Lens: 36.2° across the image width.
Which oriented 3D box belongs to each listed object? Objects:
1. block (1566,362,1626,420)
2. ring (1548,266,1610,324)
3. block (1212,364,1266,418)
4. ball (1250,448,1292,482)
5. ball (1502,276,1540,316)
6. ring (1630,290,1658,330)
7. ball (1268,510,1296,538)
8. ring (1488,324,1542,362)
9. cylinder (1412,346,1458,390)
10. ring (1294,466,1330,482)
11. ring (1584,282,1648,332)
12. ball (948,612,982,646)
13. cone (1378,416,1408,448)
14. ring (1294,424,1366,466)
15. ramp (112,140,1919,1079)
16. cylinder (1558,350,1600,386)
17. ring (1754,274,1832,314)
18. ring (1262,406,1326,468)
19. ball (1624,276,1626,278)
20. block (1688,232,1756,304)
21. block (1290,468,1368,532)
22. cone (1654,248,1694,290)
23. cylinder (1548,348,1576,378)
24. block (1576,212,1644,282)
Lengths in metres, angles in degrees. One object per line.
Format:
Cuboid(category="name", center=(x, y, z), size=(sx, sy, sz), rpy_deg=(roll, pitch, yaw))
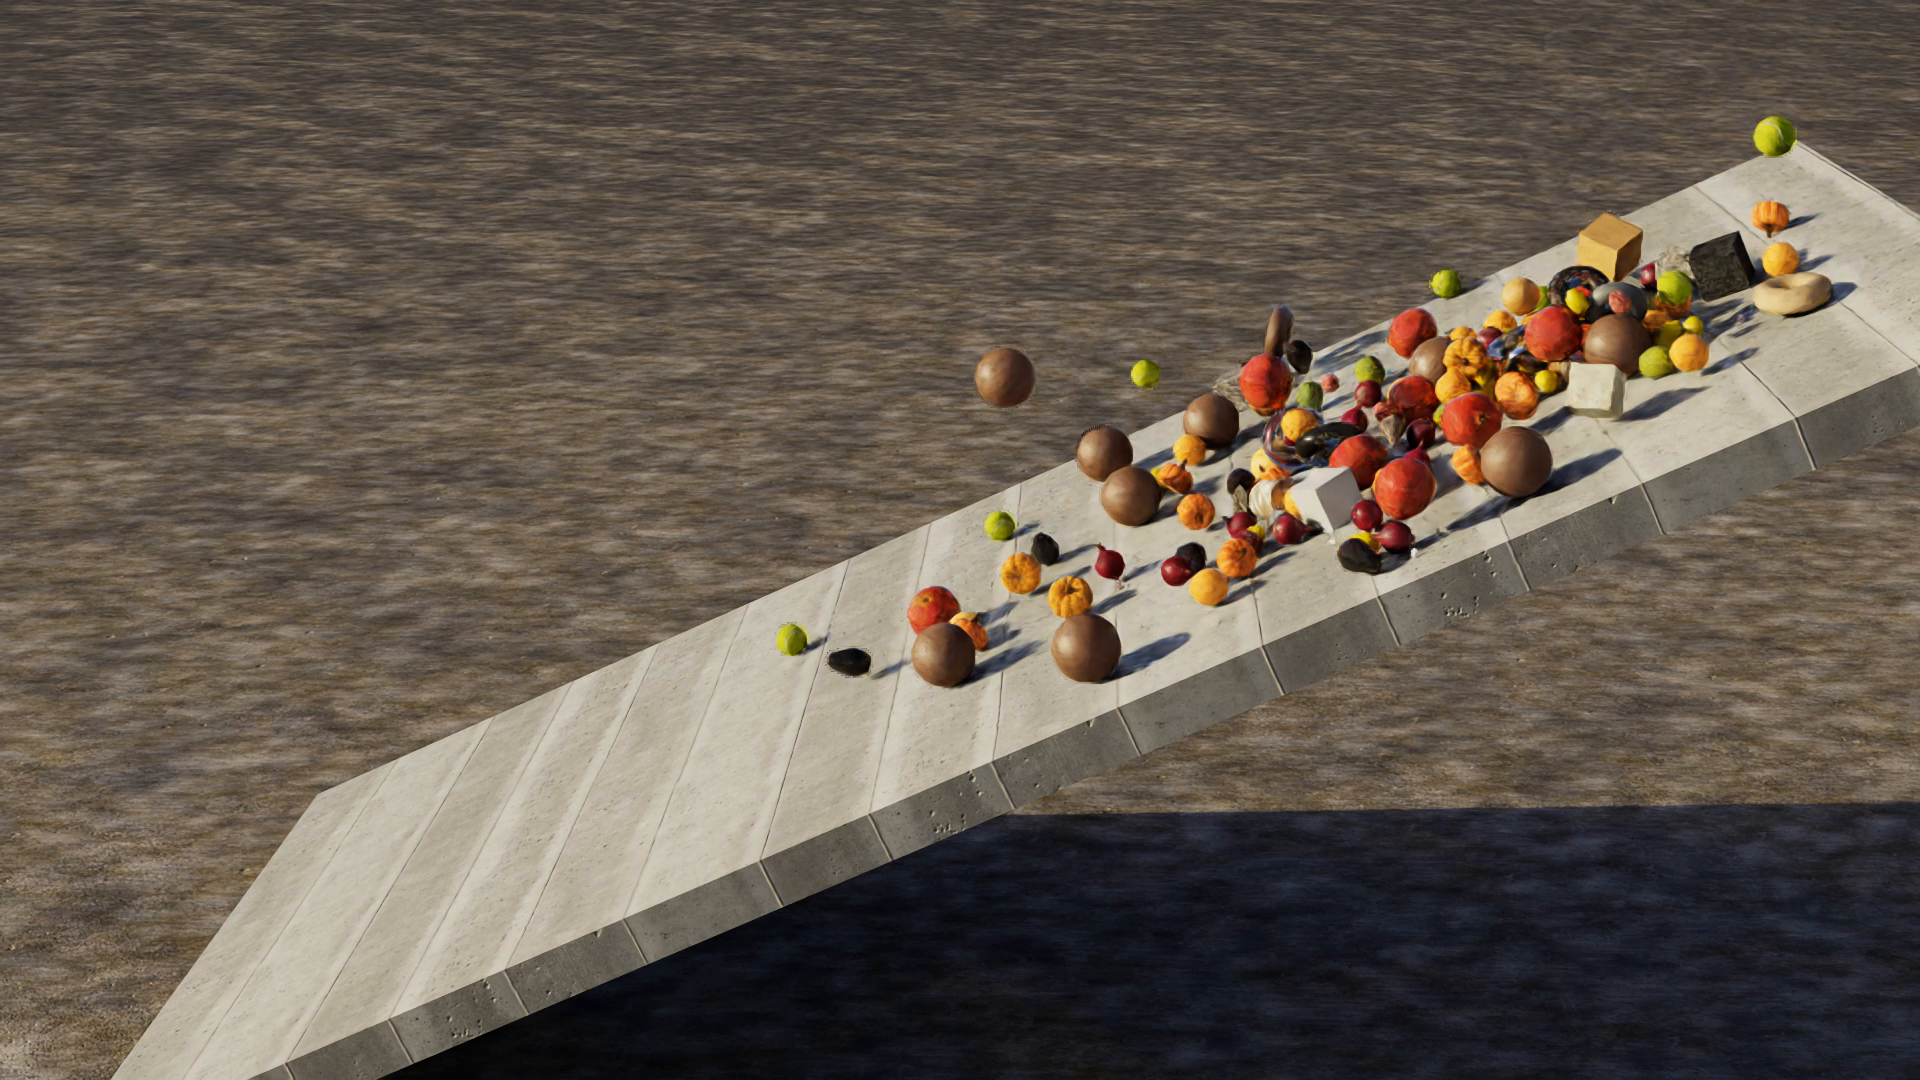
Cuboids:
Cuboid(category="block", center=(1.184, -0.277, 5.475), size=(0.084, 0.084, 0.084), rpy_deg=(5, -8, 28))
Cuboid(category="ring", center=(1.235, -0.488, 5.849), size=(0.131, 0.131, 0.044), rpy_deg=(1, -27, 4))
Cuboid(category="block", center=(0.655, -0.351, 6.916), size=(0.082, 0.082, 0.082), rpy_deg=(-18, 15, 31))
Cuboid(category="ball", center=(0.652, -0.156, 6.158), size=(0.086, 0.086, 0.086), rpy_deg=(0, 16, 0))
Cuboid(category="ball", center=(1.175, -0.511, 6.163), size=(0.081, 0.081, 0.081), rpy_deg=(0, 16, 0))
Cuboid(category="ring", center=(1.370, -0.473, 6.006), size=(0.115, 0.115, 0.038), rpy_deg=(11, 59, 35))
Cuboid(category="ball", center=(0.633, -0.032, 5.781), size=(0.056, 0.056, 0.056), rpy_deg=(0, 16, 0))
Cuboid(category="ring", center=(1.118, -0.399, 5.935), size=(0.118, 0.039, 0.118), rpy_deg=(-29, 7, 4))
Cuboid(category="cylinder", center=(1.022, -0.370, 6.322), size=(0.073, 0.073, 0.073), rpy_deg=(-25, 15, 5))
Cuboid(category="ring", center=(0.712, -0.112, 5.974), size=(0.122, 0.041, 0.122), rpy_deg=(-21, 13, 5))
Cuboid(category="ring", center=(1.288, -0.457, 5.771), size=(0.122, 0.122, 0.041), rpy_deg=(2, 49, 7))
Cuboid(category="ball", center=(0.010, 0.183, 6.087), size=(0.070, 0.070, 0.070), rpy_deg=(0, 16, 0))
Cuboid(category="cone", center=(0.869, -0.207, 5.895), size=(0.058, 0.058, 0.058), rpy_deg=(1, 54, 5))
Cuboid(category="ring", center=(0.749, -0.192, 5.946), size=(0.147, 0.049, 0.147), rpy_deg=(-8, -23, -3))
Cuboid(category="ramp", center=(0.135, 0.169, 6.282), size=(4.000, 0.100, 2.000), rpy_deg=(-24, 13, 9))
Cuboid(category="cylinder", center=(1.227, -0.338, 5.827), size=(0.065, 0.065, 0.065), rpy_deg=(-3, -6, -11))
Cuboid(category="ring", center=(1.599, -0.473, 5.645), size=(0.149, 0.050, 0.149), rpy_deg=(-12, 17, 4))
Cuboid(category="ring", center=(0.693, -0.212, 6.076), size=(0.141, 0.141, 0.047), rpy_deg=(7, -20, 22))
Cuboid(category="ball", center=(1.418, -0.590, 6.422), size=(0.076, 0.076, 0.076), rpy_deg=(0, 16, 0))
Cuboid(category="block", center=(1.552, -0.557, 5.992), size=(0.097, 0.097, 0.097), rpy_deg=(-19, 15, 27))
Cuboid(category="block", center=(0.717, -0.079, 5.723), size=(0.092, 0.092, 0.092), rpy_deg=(-32, 14, -22))
Cuboid(category="cone", center=(1.525, -0.567, 6.208), size=(0.092, 0.092, 0.092), rpy_deg=(11, 4, 33))
Cuboid(category="cylinder", center=(1.219, -0.350, 5.894), size=(0.062, 0.062, 0.062), rpy_deg=(-2, 10, -7))
Cuboid(category="block", center=(1.331, -0.596, 6.028), size=(0.092, 0.092, 0.092), rpy_deg=(32, 55, 32))
